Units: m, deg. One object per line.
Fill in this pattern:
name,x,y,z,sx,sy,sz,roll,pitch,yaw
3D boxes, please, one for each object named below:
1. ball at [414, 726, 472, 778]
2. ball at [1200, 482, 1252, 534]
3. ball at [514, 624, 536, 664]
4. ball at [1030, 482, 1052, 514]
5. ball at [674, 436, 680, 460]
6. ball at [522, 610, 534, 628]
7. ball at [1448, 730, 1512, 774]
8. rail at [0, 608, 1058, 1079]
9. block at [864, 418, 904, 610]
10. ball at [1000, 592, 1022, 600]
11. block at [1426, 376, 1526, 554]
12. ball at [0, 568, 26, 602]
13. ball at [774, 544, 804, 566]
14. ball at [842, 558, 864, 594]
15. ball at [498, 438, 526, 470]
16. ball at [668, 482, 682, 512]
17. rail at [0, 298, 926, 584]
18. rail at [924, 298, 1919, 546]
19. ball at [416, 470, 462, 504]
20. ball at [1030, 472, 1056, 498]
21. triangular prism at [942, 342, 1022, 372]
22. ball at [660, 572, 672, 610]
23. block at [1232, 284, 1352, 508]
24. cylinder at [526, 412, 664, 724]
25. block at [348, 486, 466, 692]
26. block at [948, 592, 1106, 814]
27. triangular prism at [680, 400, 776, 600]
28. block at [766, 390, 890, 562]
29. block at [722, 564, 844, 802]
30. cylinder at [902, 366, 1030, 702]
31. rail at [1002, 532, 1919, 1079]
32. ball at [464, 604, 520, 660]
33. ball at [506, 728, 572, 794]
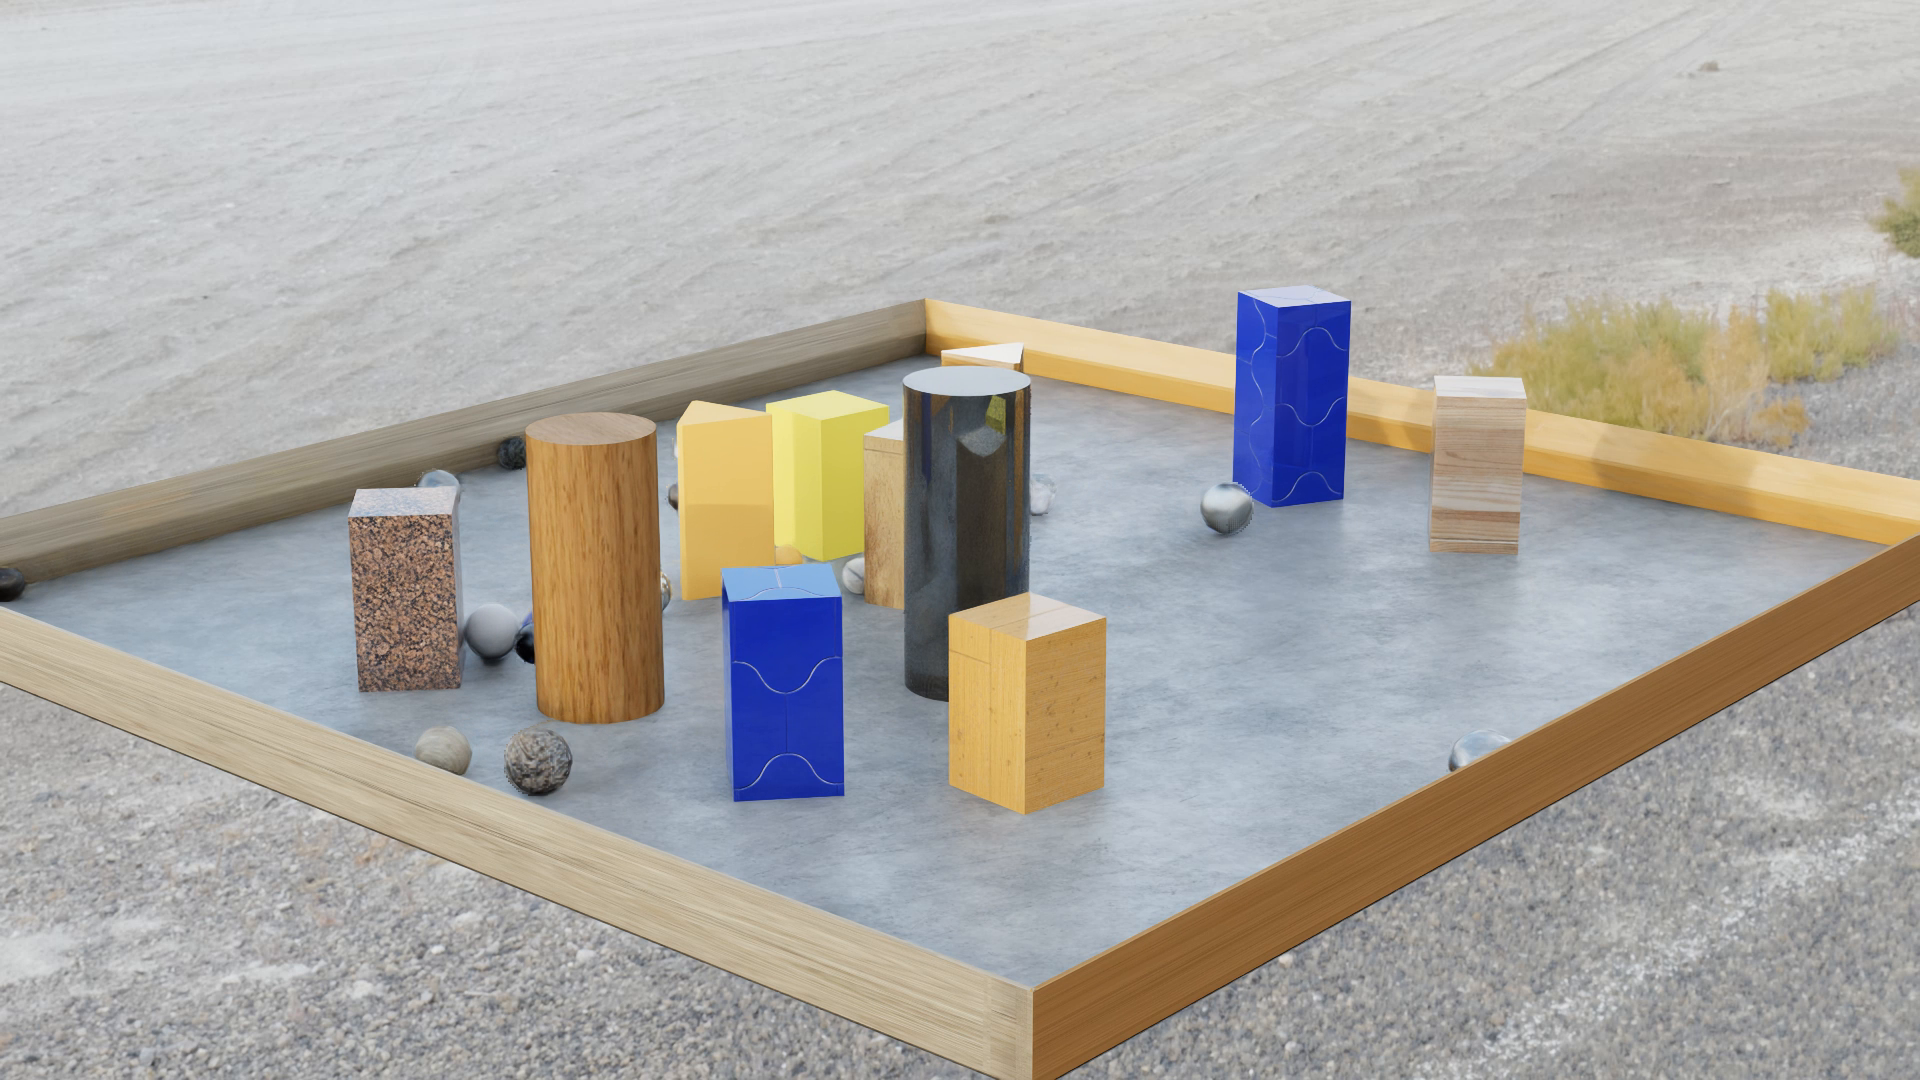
ball,-0.754,0.312,4.275,0.083,0.083,0.083,0,17,0
ball,0.498,-0.060,5.489,0.095,0.095,0.095,0,17,0
ball,-0.693,0.169,4.780,0.066,0.066,0.066,0,17,0
ball,0.147,-0.079,5.612,0.061,0.061,0.061,0,17,0
ball,-0.548,-0.187,5.957,0.068,0.068,0.068,0,17,0
ball,-0.690,0.145,4.855,0.069,0.069,0.069,0,17,0
ball,0.752,0.322,4.214,0.100,0.100,0.100,0,17,0
rail,-0.873,0.322,4.157,2.572,0.130,0.045,14,22,39
block,-0.056,-0.044,5.078,0.160,0.302,0.160,10,19,29
ball,0.097,0.134,4.851,0.093,0.093,0.093,0,17,0
block,0.951,-0.139,5.408,0.160,0.294,0.160,2,17,7
ball,-1.655,0.077,5.093,0.061,0.061,0.061,0,17,0
ball,-0.309,0.038,5.226,0.060,0.060,0.060,0,17,0
ball,-0.175,0.063,5.138,0.063,0.063,0.063,0,17,0
ball,-0.899,-0.173,5.921,0.064,0.064,0.064,0,17,0
ball,-0.533,-0.084,5.634,0.058,0.058,0.058,0,17,0
rail,-0.953,-0.206,5.912,0.045,0.130,2.711,14,22,39
rail,0.873,-0.257,6.083,2.572,0.130,0.045,14,22,39
ball,-0.996,-0.090,5.602,0.087,0.087,0.087,0,17,0
ball,0.154,-0.099,5.675,0.064,0.064,0.064,0,17,0
triangular prism,0.077,-0.216,5.640,0.173,0.307,0.150,11,20,33
ball,-0.533,0.088,5.021,0.082,0.082,0.082,0,17,0
block,0.644,-0.281,5.704,0.160,0.395,0.160,-7,18,-22
cylinder,-0.564,0.042,4.545,0.199,0.444,0.199,0,17,0
block,-0.883,0.078,4.695,0.160,0.290,0.160,-2,17,-6
block,0.097,0.233,4.231,0.160,0.260,0.160,-15,22,-40
triangular prism,-0.436,-0.076,5.162,0.173,0.315,0.150,-8,19,-25
block,-0.242,-0.120,5.394,0.160,0.265,0.160,-14,22,-39
block,-0.257,0.205,4.251,0.160,0.302,0.160,-2,17,-8
cylinder,0.011,-0.010,4.629,0.199,0.496,0.199,0,17,0
rail,0.953,0.271,4.327,0.045,0.130,2.711,14,22,39
ball,-0.766,0.150,4.802,0.090,0.090,0.090,0,17,0
ball,-0.608,0.319,4.231,0.095,0.095,0.095,0,17,0
